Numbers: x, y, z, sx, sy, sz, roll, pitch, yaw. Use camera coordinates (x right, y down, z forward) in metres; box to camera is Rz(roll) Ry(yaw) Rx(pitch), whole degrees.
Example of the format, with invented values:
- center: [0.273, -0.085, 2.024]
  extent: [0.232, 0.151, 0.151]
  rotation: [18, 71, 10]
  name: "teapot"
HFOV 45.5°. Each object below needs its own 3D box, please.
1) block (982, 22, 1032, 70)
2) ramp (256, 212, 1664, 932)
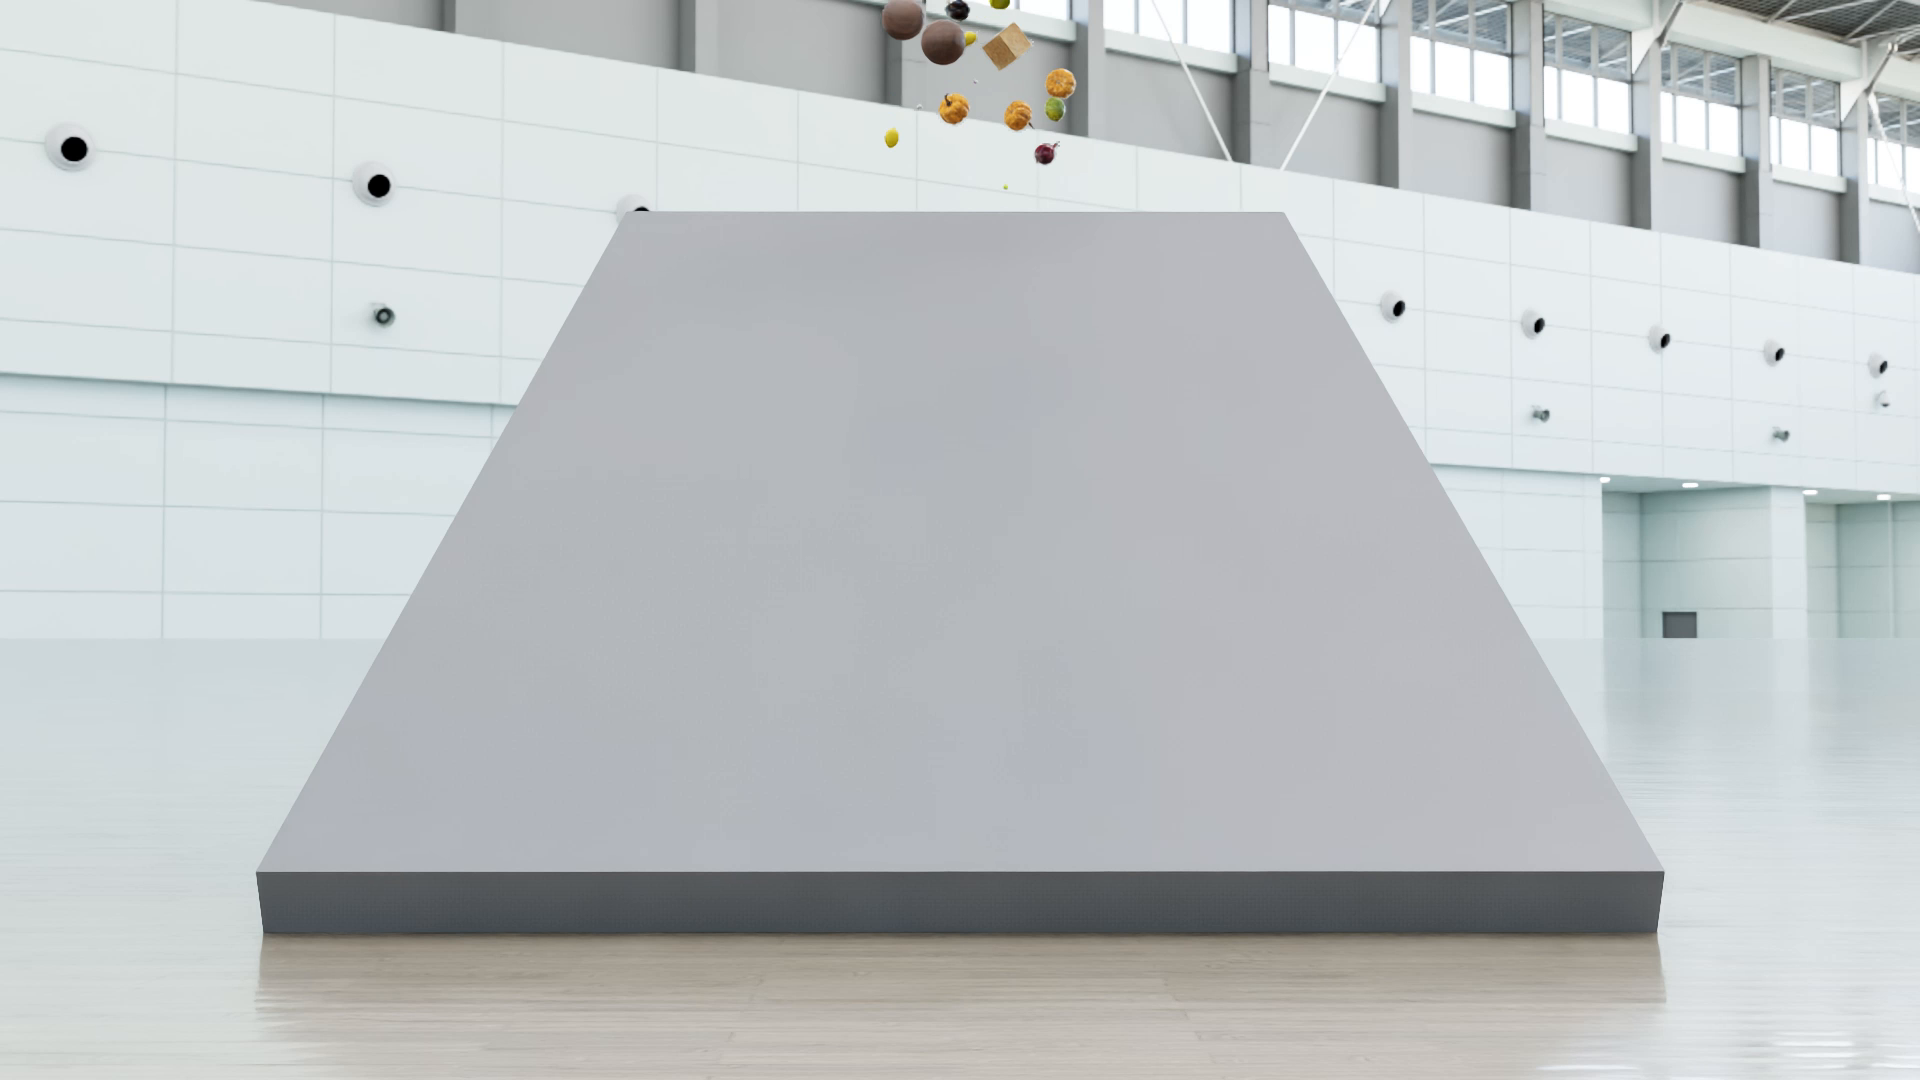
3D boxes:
- center: [0.141, -1.474, 6.836]
  extent: [0.087, 0.087, 0.087]
  rotation: [-24, 19, 51]
  name: "block"
- center: [-0.006, -0.218, 5.128]
  extent: [2.000, 0.100, 4.000]
  rotation: [0, 22, 0]
  name: "ramp"
